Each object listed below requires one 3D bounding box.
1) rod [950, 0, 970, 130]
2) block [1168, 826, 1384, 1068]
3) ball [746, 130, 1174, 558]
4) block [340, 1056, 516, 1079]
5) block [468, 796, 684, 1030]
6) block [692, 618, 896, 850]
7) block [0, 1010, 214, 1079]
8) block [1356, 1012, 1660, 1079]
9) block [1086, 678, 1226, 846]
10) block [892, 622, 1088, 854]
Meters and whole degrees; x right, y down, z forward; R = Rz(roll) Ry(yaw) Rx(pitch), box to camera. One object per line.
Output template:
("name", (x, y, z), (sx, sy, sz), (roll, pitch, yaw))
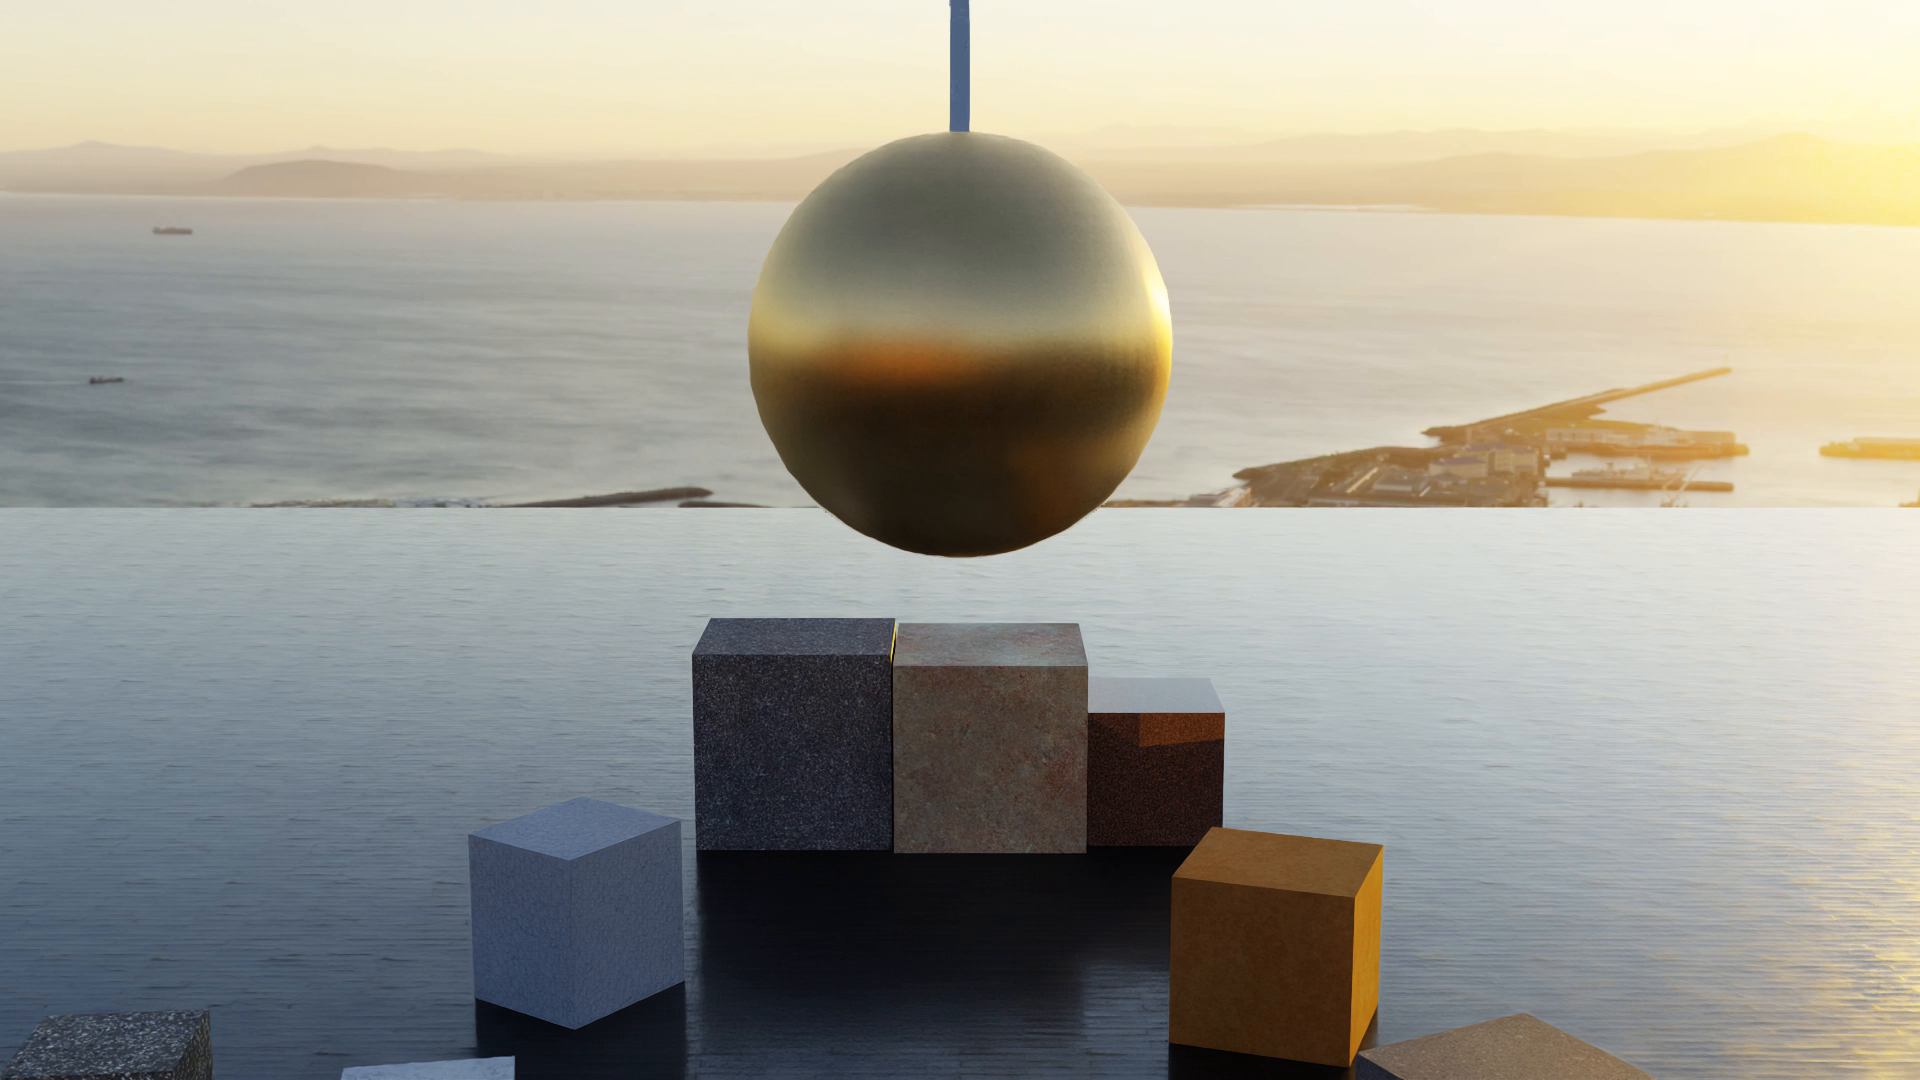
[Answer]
("rod", (0.000, -3.990, 9.260), (0.080, 5.200, 0.080), (0, -17, 0))
("block", (1.272, 1.610, 8.800), (0.712, 0.684, 0.672), (4, 11, 19))
("ball", (0.000, -0.731, 8.289), (1.600, 1.600, 1.600), (0, 10, 0))
("block", (-1.705, 2.024, 7.045), (0.553, 0.497, 0.581), (-2, 10, -10))
("block", (-1.589, 1.534, 9.153), (0.581, 0.707, 0.646), (7, 13, 35))
("block", (-0.831, 0.984, 11.344), (0.982, 1.005, 0.843), (0, 10, 0))
("block", (-2.874, 1.943, 7.452), (0.555, 0.510, 0.521), (-1, 10, -6))
("block", (1.705, 1.965, 6.931), (0.700, 0.655, 0.598), (-5, 12, -27))
("block", (0.981, 1.136, 11.383), (0.682, 0.692, 0.722), (0, 10, 0))
("block", (0.152, 1.003, 11.368), (0.960, 0.959, 0.978), (0, 10, 0))
